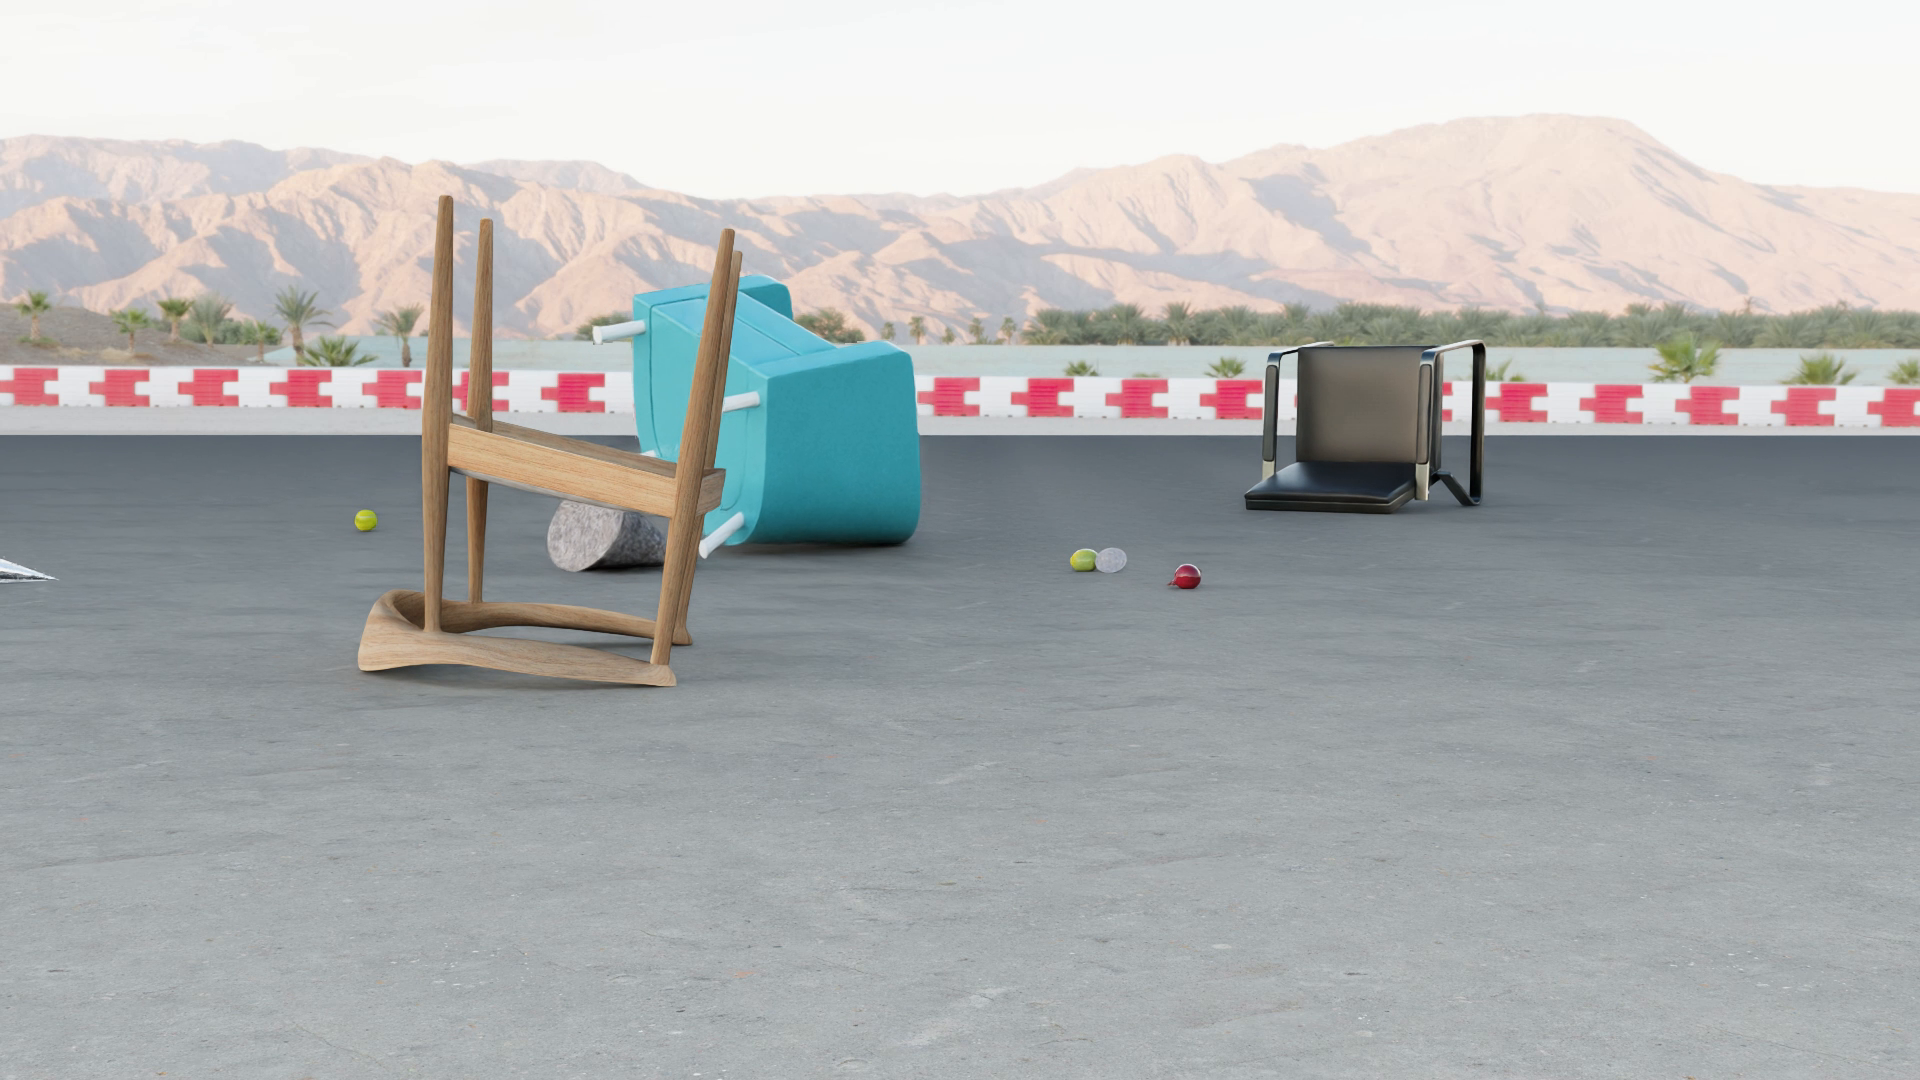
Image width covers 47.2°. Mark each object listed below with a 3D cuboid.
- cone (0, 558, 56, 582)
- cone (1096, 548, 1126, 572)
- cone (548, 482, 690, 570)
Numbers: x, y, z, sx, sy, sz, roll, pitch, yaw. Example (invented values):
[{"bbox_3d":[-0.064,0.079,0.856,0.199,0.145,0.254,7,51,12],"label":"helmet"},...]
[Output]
[{"bbox_3d":[-2.217,0.074,5.119,0.228,0.095,0.193,12,-5,-33],"label":"cone"},{"bbox_3d":[0.379,0.063,5.415,0.080,0.067,0.063,-5,-26,16],"label":"cone"},{"bbox_3d":[-0.810,0.014,5.541,0.300,0.229,0.341,-8,-22,43],"label":"cone"}]
